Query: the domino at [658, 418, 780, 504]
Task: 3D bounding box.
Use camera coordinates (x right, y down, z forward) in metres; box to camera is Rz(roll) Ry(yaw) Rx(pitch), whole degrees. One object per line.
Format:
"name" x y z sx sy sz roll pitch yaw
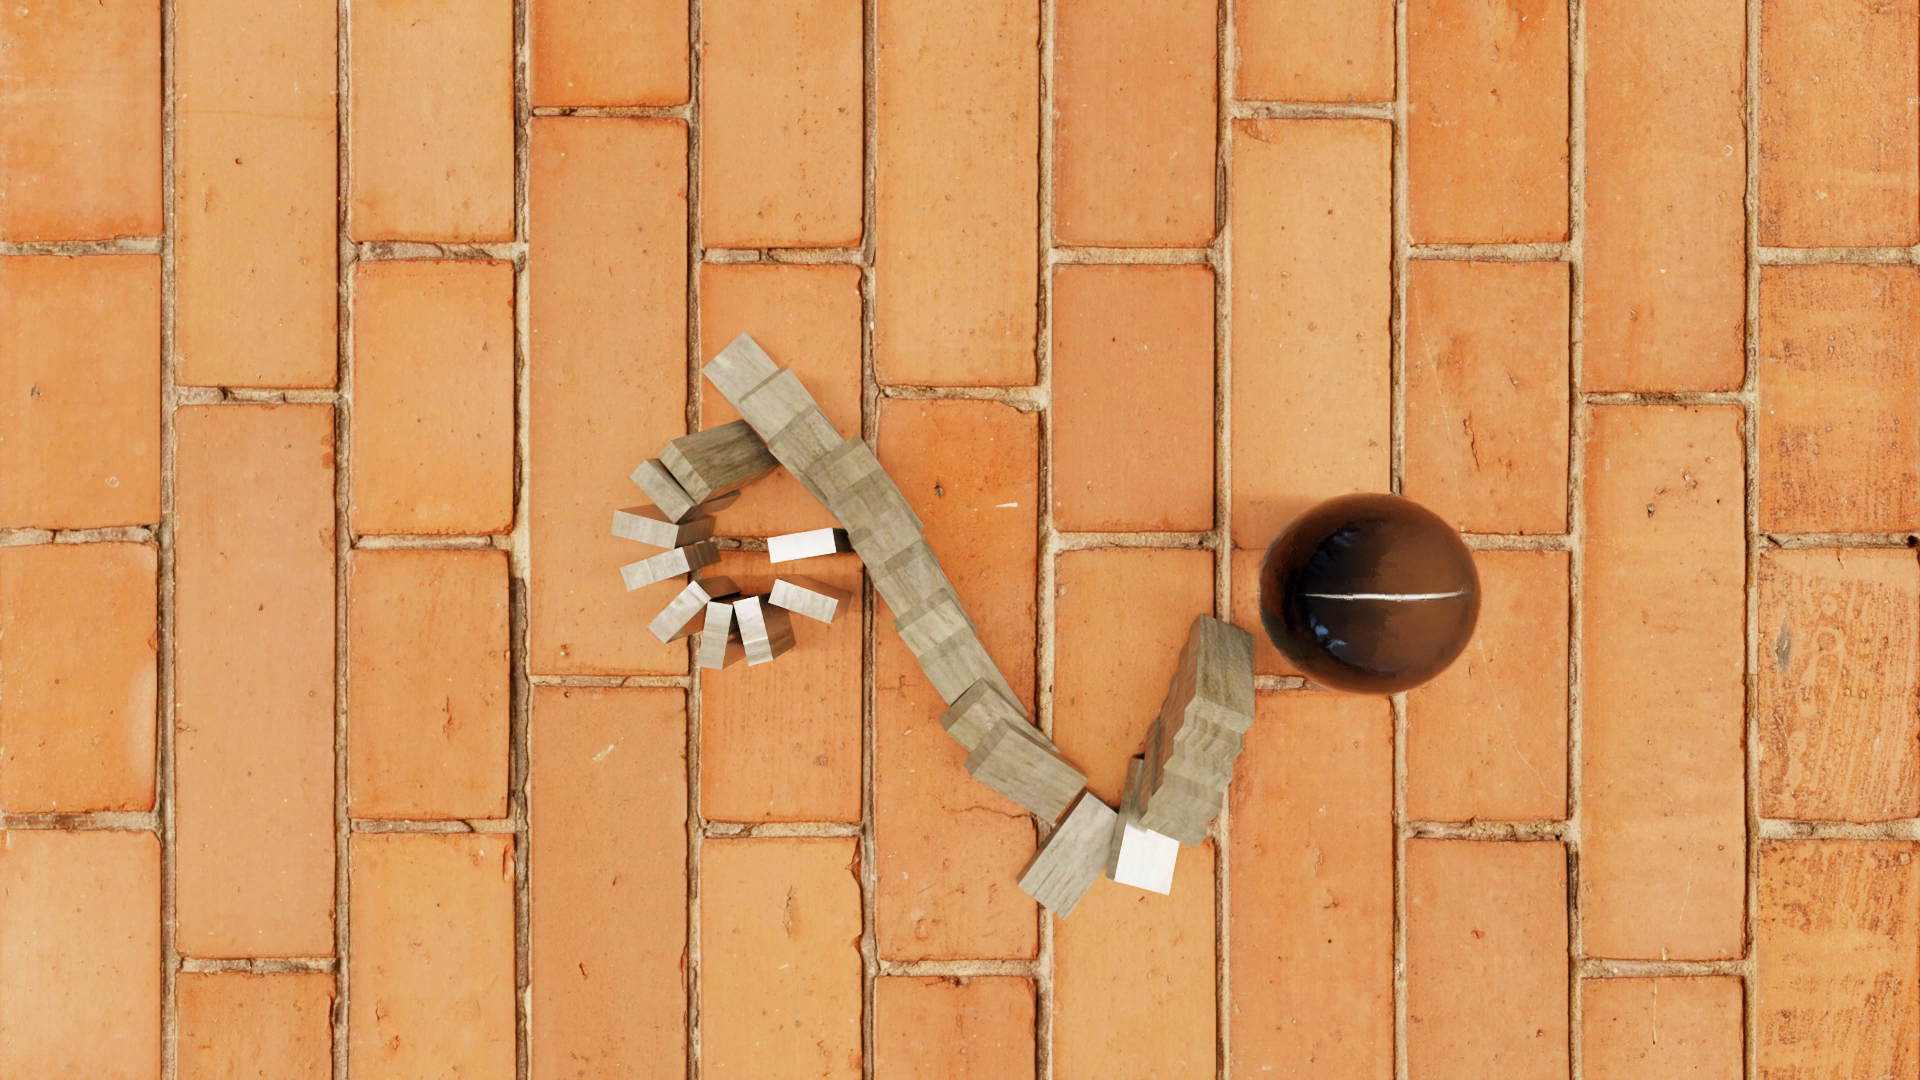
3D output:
"domino" -0.098 -0.033 0.376 0.010 0.050 0.025 -40 90 27

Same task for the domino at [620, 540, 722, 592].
"domino" -0.117 0.010 0.375 0.025 0.050 0.009 -19 93 0

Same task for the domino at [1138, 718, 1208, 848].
"domino" 0.089 0.099 0.378 0.025 0.050 0.010 23 129 0

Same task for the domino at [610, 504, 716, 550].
"domino" -0.120 -0.006 0.375 0.025 0.050 0.009 14 96 0

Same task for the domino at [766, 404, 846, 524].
"domino" -0.054 -0.030 0.384 0.025 0.010 0.050 -41 119 1

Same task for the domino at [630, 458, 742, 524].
"domino" -0.111 -0.022 0.375 0.010 0.050 0.025 -44 90 13

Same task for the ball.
"ball" 0.159 0.021 0.360 0.080 0.080 0.080 0 90 0

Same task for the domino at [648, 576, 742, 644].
"domino" -0.107 0.028 0.375 0.025 0.050 0.009 -44 90 0

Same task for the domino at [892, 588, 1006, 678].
"domino" -0.004 0.046 0.383 0.025 0.009 0.050 -33 121 0

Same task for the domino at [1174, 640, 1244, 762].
"domino" 0.103 0.065 0.378 0.025 0.050 0.009 23 129 0

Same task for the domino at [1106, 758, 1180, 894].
"domino" 0.080 0.121 0.387 0.025 0.010 0.050 18 76 -11

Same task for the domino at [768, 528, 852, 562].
"domino" -0.060 0.002 0.375 0.025 0.050 0.010 -9 90 0

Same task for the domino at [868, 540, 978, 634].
"domino" -0.015 0.026 0.381 0.025 0.009 0.050 -32 125 -1

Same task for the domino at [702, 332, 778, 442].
"domino" -0.084 -0.062 0.395 0.025 0.010 0.050 -42 90 0

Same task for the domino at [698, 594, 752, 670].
"domino" -0.094 0.037 0.375 0.010 0.050 0.025 10 90 0

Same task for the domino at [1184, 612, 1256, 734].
"domino" 0.108 0.054 0.378 0.025 0.050 0.009 23 129 0

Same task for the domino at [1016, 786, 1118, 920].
"domino" 0.050 0.135 0.395 0.025 0.009 0.050 37 90 0

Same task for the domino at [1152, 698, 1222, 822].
"domino" 0.095 0.088 0.378 0.025 0.050 0.009 23 129 0

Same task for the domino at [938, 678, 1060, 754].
"domino" 0.017 0.082 0.384 0.025 0.009 0.050 -45 119 0

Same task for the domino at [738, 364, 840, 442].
"domino" -0.067 -0.046 0.385 0.025 0.009 0.050 -37 116 -1

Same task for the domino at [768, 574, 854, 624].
"domino" -0.060 0.023 0.375 0.025 0.050 0.010 19 90 0

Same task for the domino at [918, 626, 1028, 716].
"domino" 0.006 0.061 0.383 0.025 0.009 0.050 -33 121 0

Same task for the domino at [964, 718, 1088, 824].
"domino" 0.028 0.097 0.383 0.050 0.009 0.025 37 94 -29

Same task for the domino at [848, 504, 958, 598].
"domino" -0.023 0.011 0.381 0.025 0.009 0.050 -32 125 -2

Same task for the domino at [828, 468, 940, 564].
"domino" -0.031 -0.003 0.381 0.025 0.009 0.050 -33 125 -2

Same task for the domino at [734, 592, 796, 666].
"domino" -0.079 0.035 0.375 0.009 0.050 0.025 -14 90 0

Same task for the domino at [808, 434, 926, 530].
"domino" -0.038 -0.017 0.382 0.025 0.009 0.050 -35 125 0

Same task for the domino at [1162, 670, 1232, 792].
"domino" 0.099 0.077 0.378 0.025 0.050 0.010 23 129 0
